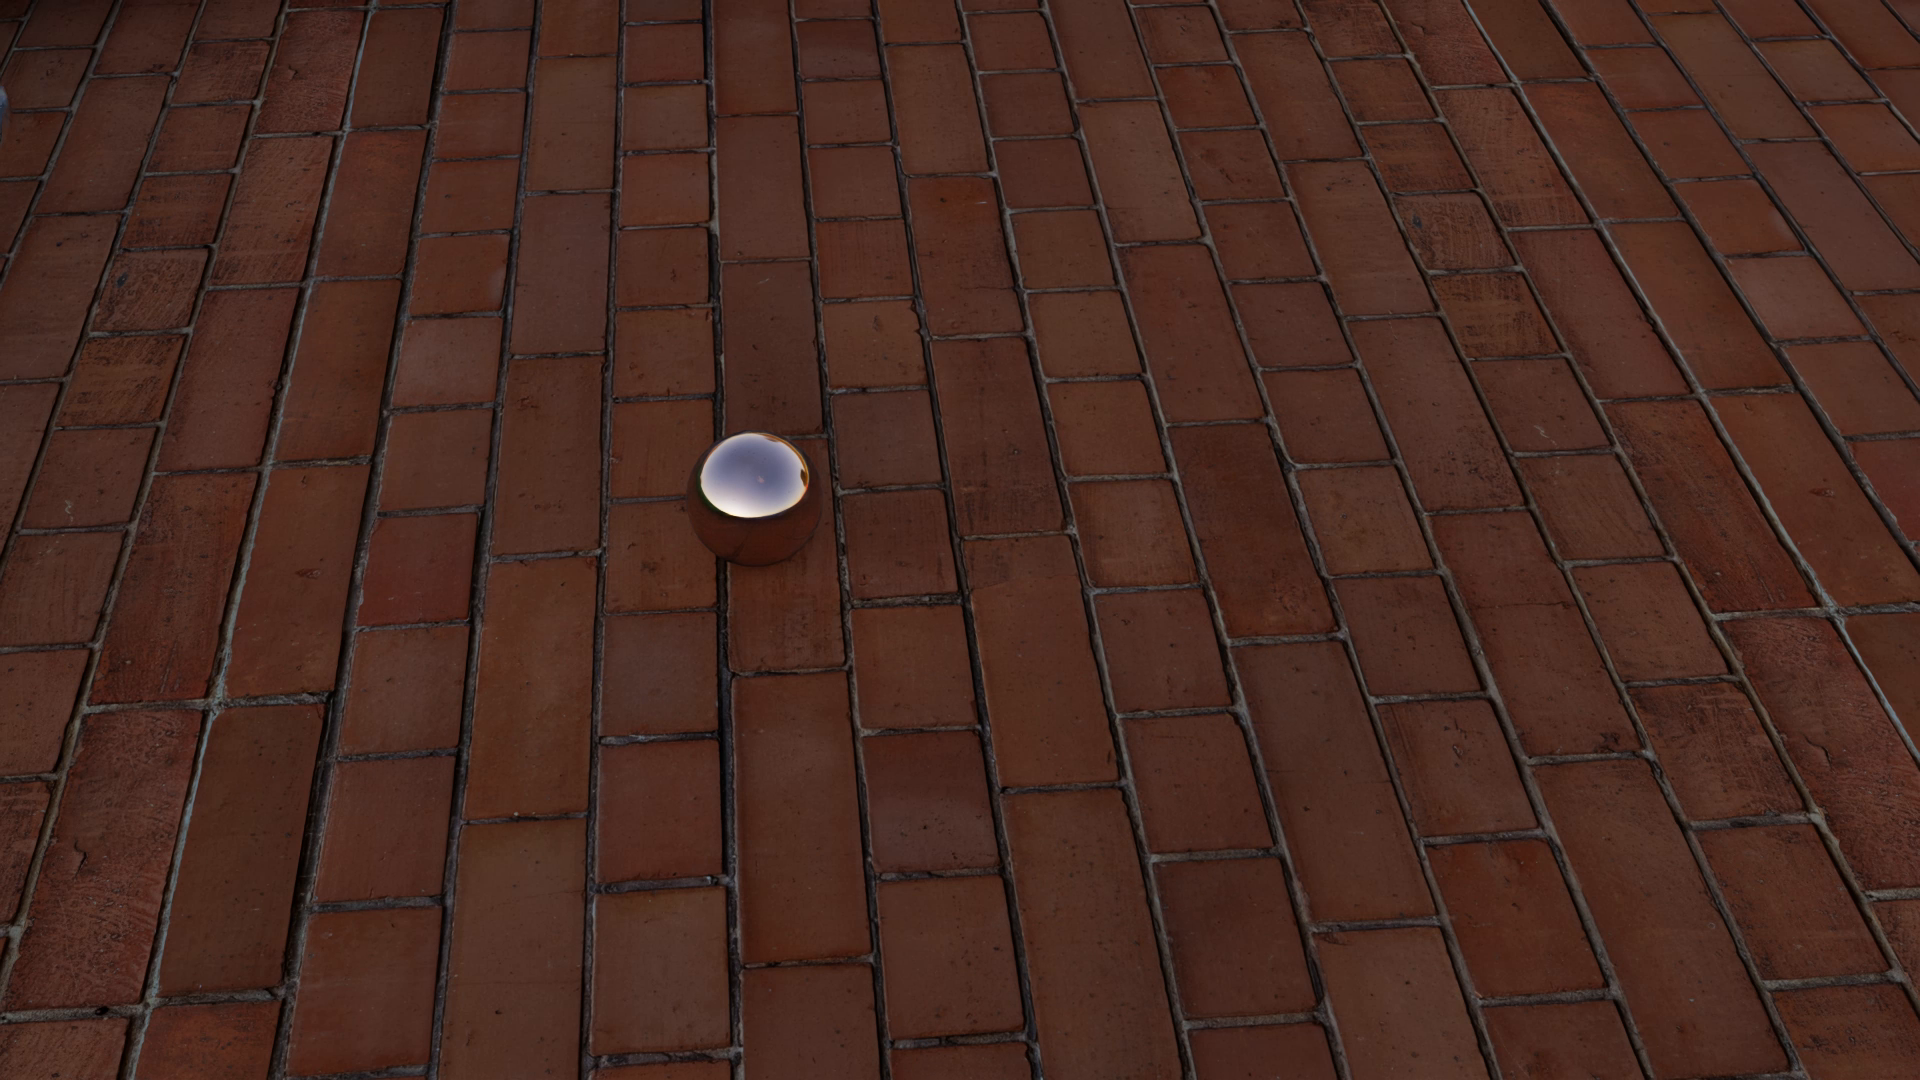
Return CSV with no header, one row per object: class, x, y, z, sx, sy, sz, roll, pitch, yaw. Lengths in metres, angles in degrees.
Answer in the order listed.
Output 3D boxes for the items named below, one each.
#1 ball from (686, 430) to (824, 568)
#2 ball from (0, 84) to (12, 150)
ball,-0.131,-0.027,1.637,0.088,0.088,0.088,0,36,0
ball,-0.814,-0.344,2.071,0.092,0.092,0.092,0,36,0
